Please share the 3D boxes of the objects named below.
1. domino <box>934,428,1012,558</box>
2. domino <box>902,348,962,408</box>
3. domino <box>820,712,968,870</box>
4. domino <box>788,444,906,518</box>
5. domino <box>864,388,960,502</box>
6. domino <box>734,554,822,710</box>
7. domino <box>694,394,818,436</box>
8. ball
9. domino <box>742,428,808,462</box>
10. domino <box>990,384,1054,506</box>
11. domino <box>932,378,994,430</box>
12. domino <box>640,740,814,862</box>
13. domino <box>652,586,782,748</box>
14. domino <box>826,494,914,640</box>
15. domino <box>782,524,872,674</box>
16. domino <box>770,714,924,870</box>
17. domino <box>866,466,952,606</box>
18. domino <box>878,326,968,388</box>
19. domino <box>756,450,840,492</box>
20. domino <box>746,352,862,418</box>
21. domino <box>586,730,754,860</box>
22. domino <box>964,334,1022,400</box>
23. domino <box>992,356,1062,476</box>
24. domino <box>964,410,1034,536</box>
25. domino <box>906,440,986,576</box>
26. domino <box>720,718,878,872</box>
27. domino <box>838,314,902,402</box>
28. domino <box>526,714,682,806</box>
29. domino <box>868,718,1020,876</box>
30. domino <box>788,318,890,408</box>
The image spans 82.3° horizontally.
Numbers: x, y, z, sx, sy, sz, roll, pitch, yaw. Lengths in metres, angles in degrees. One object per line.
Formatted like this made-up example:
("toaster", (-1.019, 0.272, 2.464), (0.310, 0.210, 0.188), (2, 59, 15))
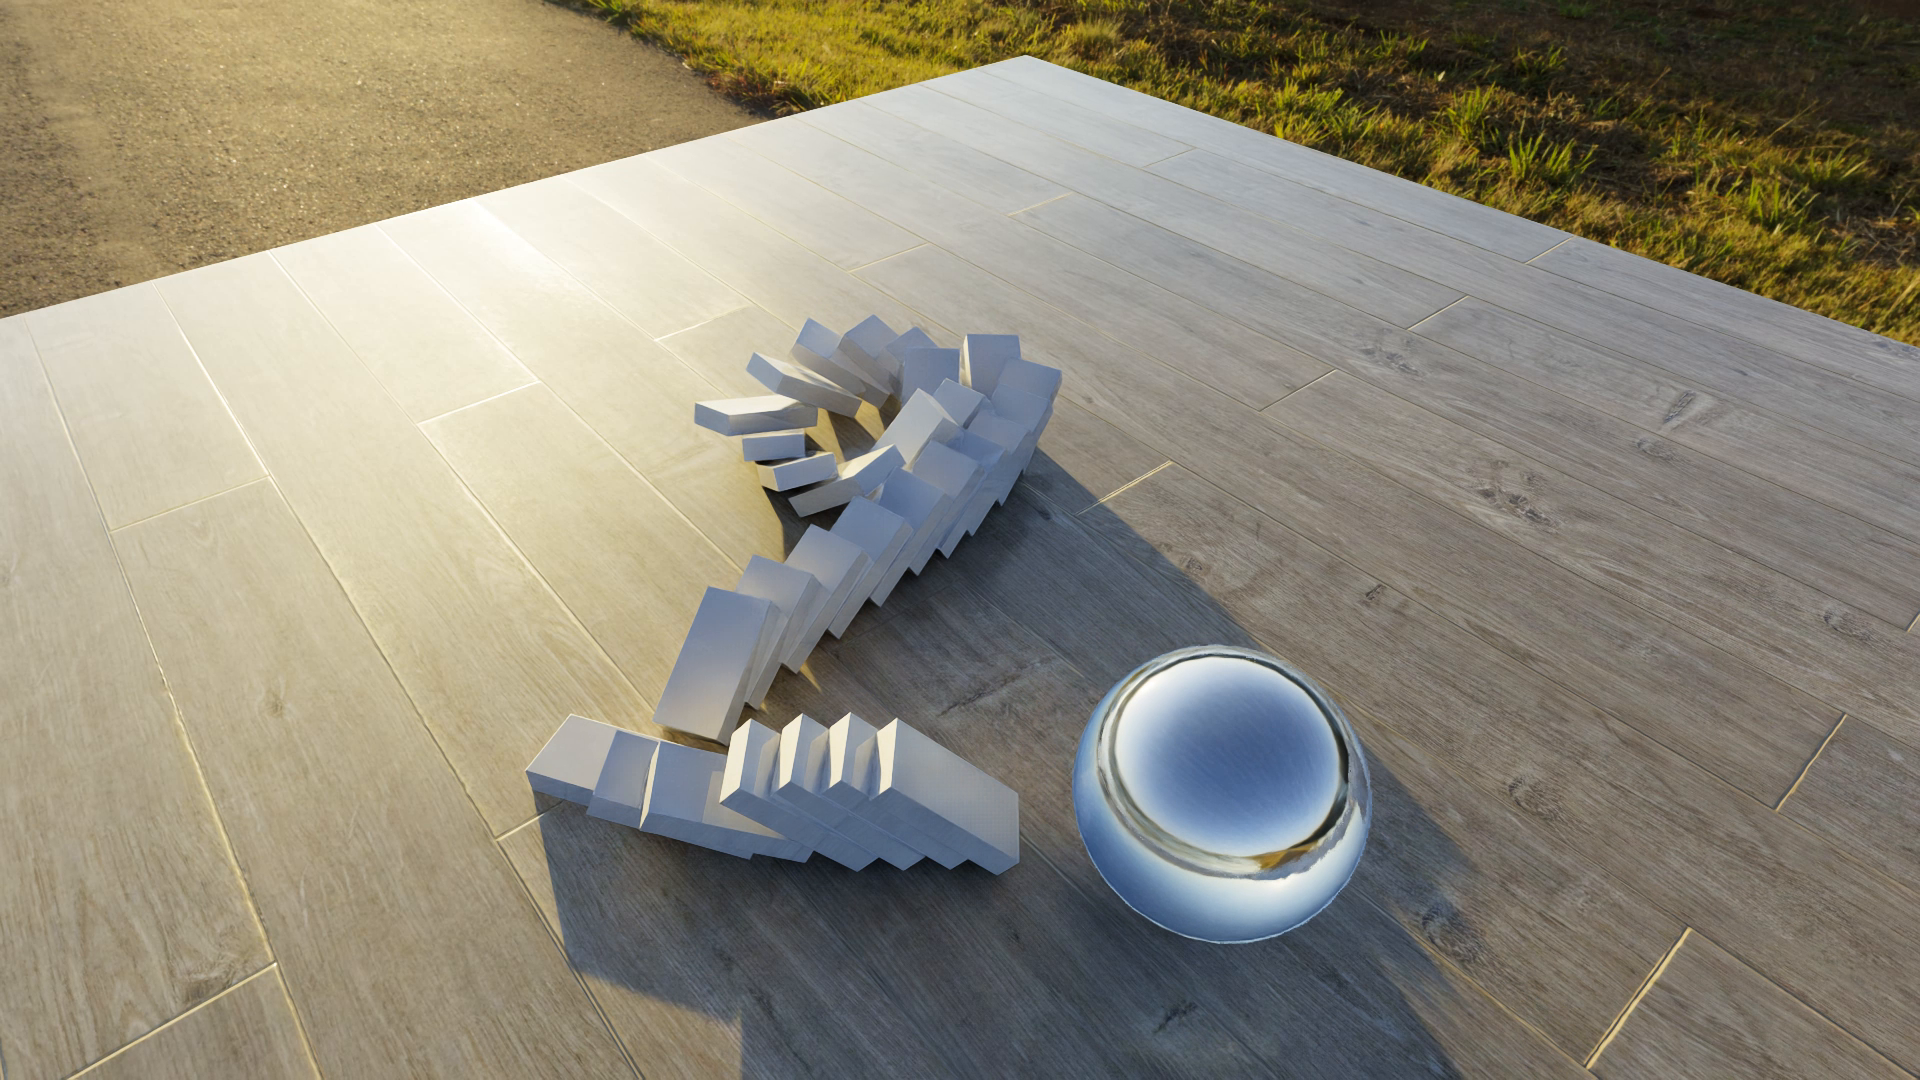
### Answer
("domino", (-0.003, -0.020, 0.448), (0.025, 0.009, 0.050), (27, 77, 28))
("domino", (-0.013, -0.062, 0.498), (0.025, 0.009, 0.050), (2, 74, 3))
("domino", (-0.018, 0.075, 0.327), (0.050, 0.010, 0.025), (37, 32, -24))
("domino", (-0.047, -0.024, 0.449), (0.050, 0.010, 0.025), (-13, 23, 50))
("domino", (-0.024, -0.036, 0.461), (0.009, 0.050, 0.025), (26, 19, -43))
("domino", (-0.072, 0.032, 0.387), (0.025, 0.010, 0.050), (17, 69, 20))
("domino", (-0.092, -0.057, 0.497), (0.025, 0.010, 0.050), (22, 24, 38))
("ball", (0.071, 0.069, 0.304), (0.080, 0.080, 0.080), (0, 39, 0))
("domino", (-0.079, -0.041, 0.475), (0.025, 0.009, 0.050), (-5, 9, -6))
("domino", (0.018, -0.041, 0.475), (0.025, 0.010, 0.050), (23, 73, 22))
("domino", (-0.011, -0.045, 0.477), (0.025, 0.010, 0.050), (30, 78, 39))
("domino", (-0.068, 0.078, 0.327), (0.050, 0.010, 0.025), (17, 38, -20))
("domino", (-0.082, 0.042, 0.374), (0.025, 0.010, 0.050), (11, 67, 18))
("domino", (-0.042, 0.010, 0.414), (0.025, 0.010, 0.050), (27, 75, 28))
("domino", (-0.057, 0.021, 0.401), (0.025, 0.009, 0.050), (24, 72, 27))
("domino", (-0.032, 0.075, 0.327), (0.050, 0.009, 0.025), (37, 31, -24))
("domino", (-0.028, -0.002, 0.426), (0.025, 0.010, 0.050), (29, 78, 28))
("domino", (-0.012, -0.076, 0.519), (0.050, 0.010, 0.025), (44, 51, 6))
("domino", (-0.068, -0.029, 0.459), (0.025, 0.010, 0.050), (-16, 10, -16))
("domino", (-0.072, -0.071, 0.508), (0.025, 0.009, 0.050), (38, 16, 37))
("domino", (-0.084, 0.077, 0.334), (0.050, 0.010, 0.025), (20, 38, -13))
("domino", (0.017, -0.072, 0.512), (0.025, 0.009, 0.050), (-1, 67, -10))
("domino", (0.025, -0.056, 0.492), (0.025, 0.009, 0.050), (18, 72, 14))
("domino", (0.007, -0.029, 0.460), (0.025, 0.009, 0.050), (26, 75, 28))
("domino", (-0.014, -0.013, 0.437), (0.025, 0.010, 0.050), (28, 78, 28))
("domino", (-0.046, 0.076, 0.326), (0.050, 0.009, 0.025), (35, 31, -26))
("domino", (-0.031, -0.085, 0.529), (0.050, 0.010, 0.025), (41, 46, 3))
("domino", (-0.110, 0.074, 0.353), (0.050, 0.010, 0.025), (12, 41, 14))
("domino", (-0.004, 0.076, 0.325), (0.050, 0.010, 0.025), (36, 32, -25))
("domino", (-0.056, -0.085, 0.528), (0.050, 0.009, 0.025), (29, 37, -14))
